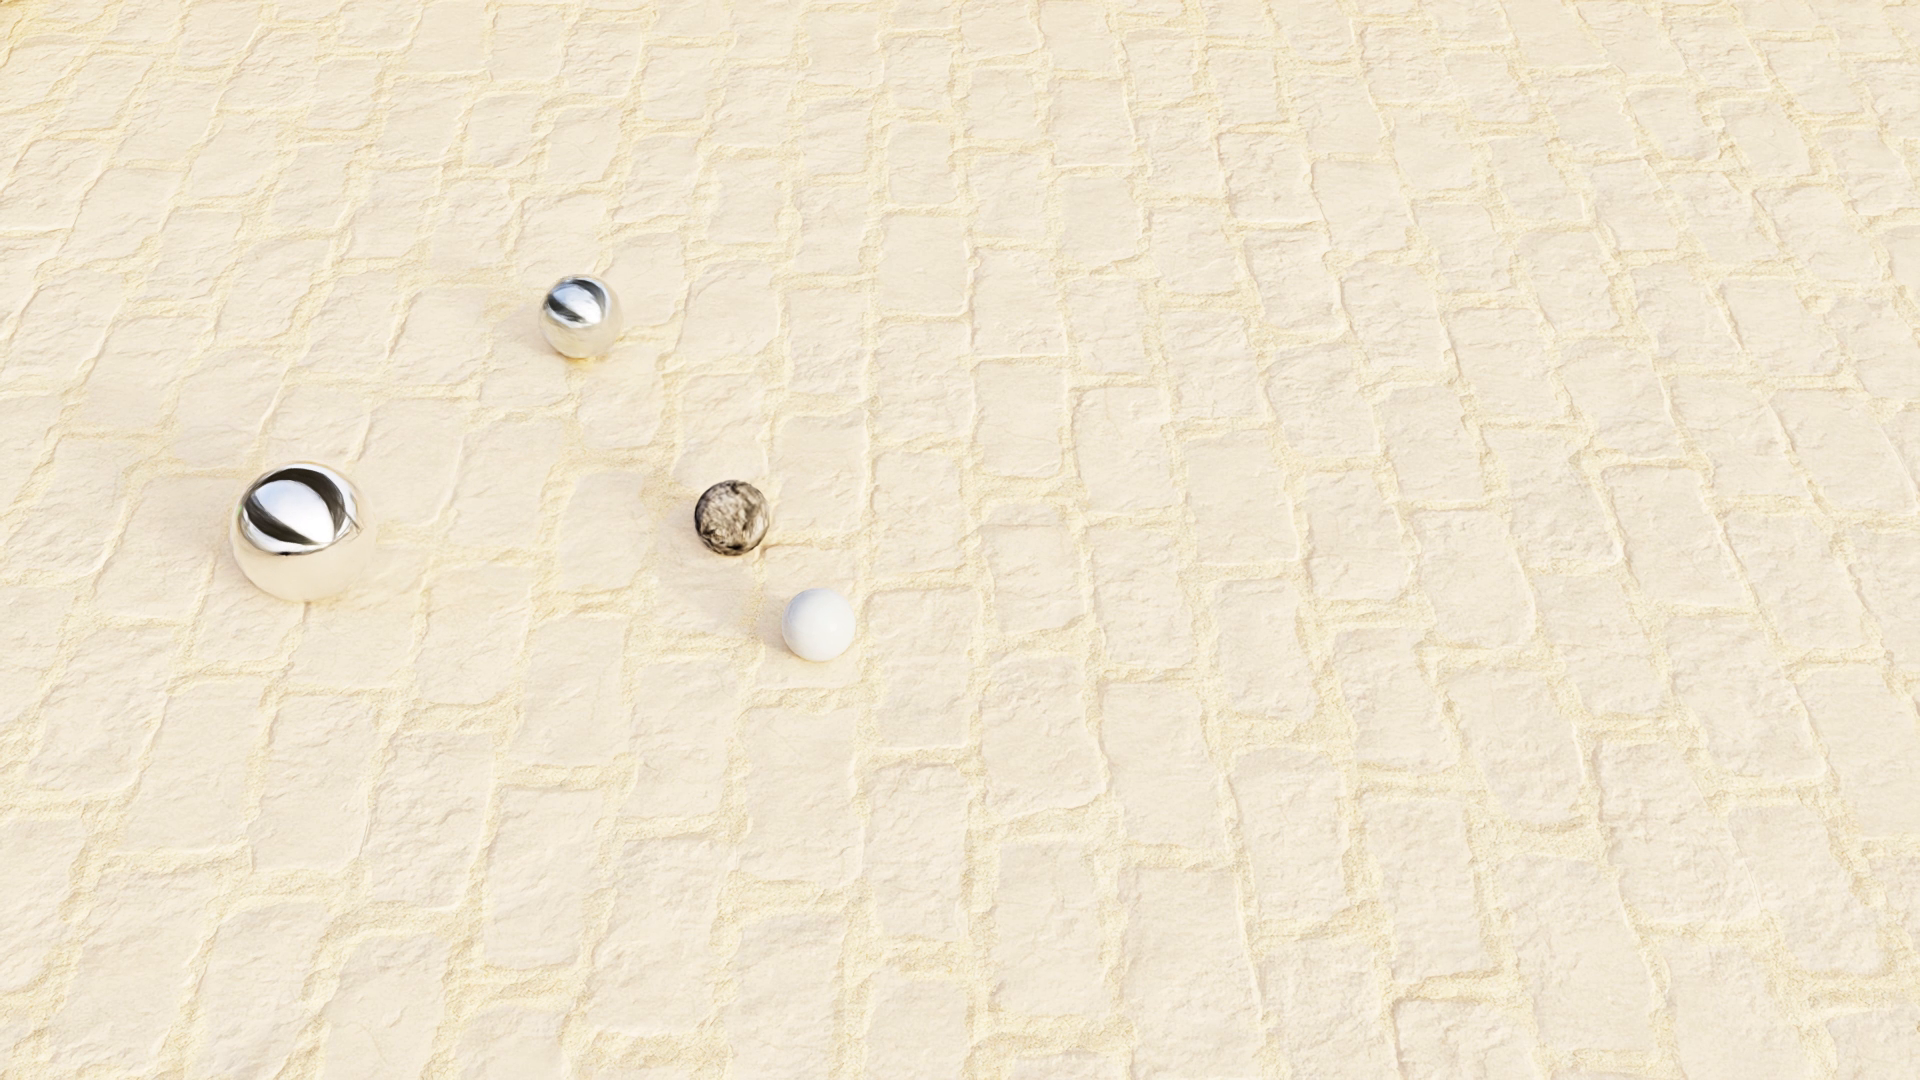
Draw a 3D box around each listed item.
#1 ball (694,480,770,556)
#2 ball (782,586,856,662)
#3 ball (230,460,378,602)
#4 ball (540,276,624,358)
[{"bbox_3d":[-0.149,-0.015,1.683,0.050,0.050,0.050,0,36,0],"label":"ball"},{"bbox_3d":[-0.088,0.052,1.594,0.047,0.047,0.047,0,36,0],"label":"ball"},{"bbox_3d":[-0.418,-0.006,1.636,0.091,0.091,0.091,0,36,0],"label":"ball"},{"bbox_3d":[-0.277,-0.163,1.876,0.061,0.061,0.061,0,36,0],"label":"ball"}]
